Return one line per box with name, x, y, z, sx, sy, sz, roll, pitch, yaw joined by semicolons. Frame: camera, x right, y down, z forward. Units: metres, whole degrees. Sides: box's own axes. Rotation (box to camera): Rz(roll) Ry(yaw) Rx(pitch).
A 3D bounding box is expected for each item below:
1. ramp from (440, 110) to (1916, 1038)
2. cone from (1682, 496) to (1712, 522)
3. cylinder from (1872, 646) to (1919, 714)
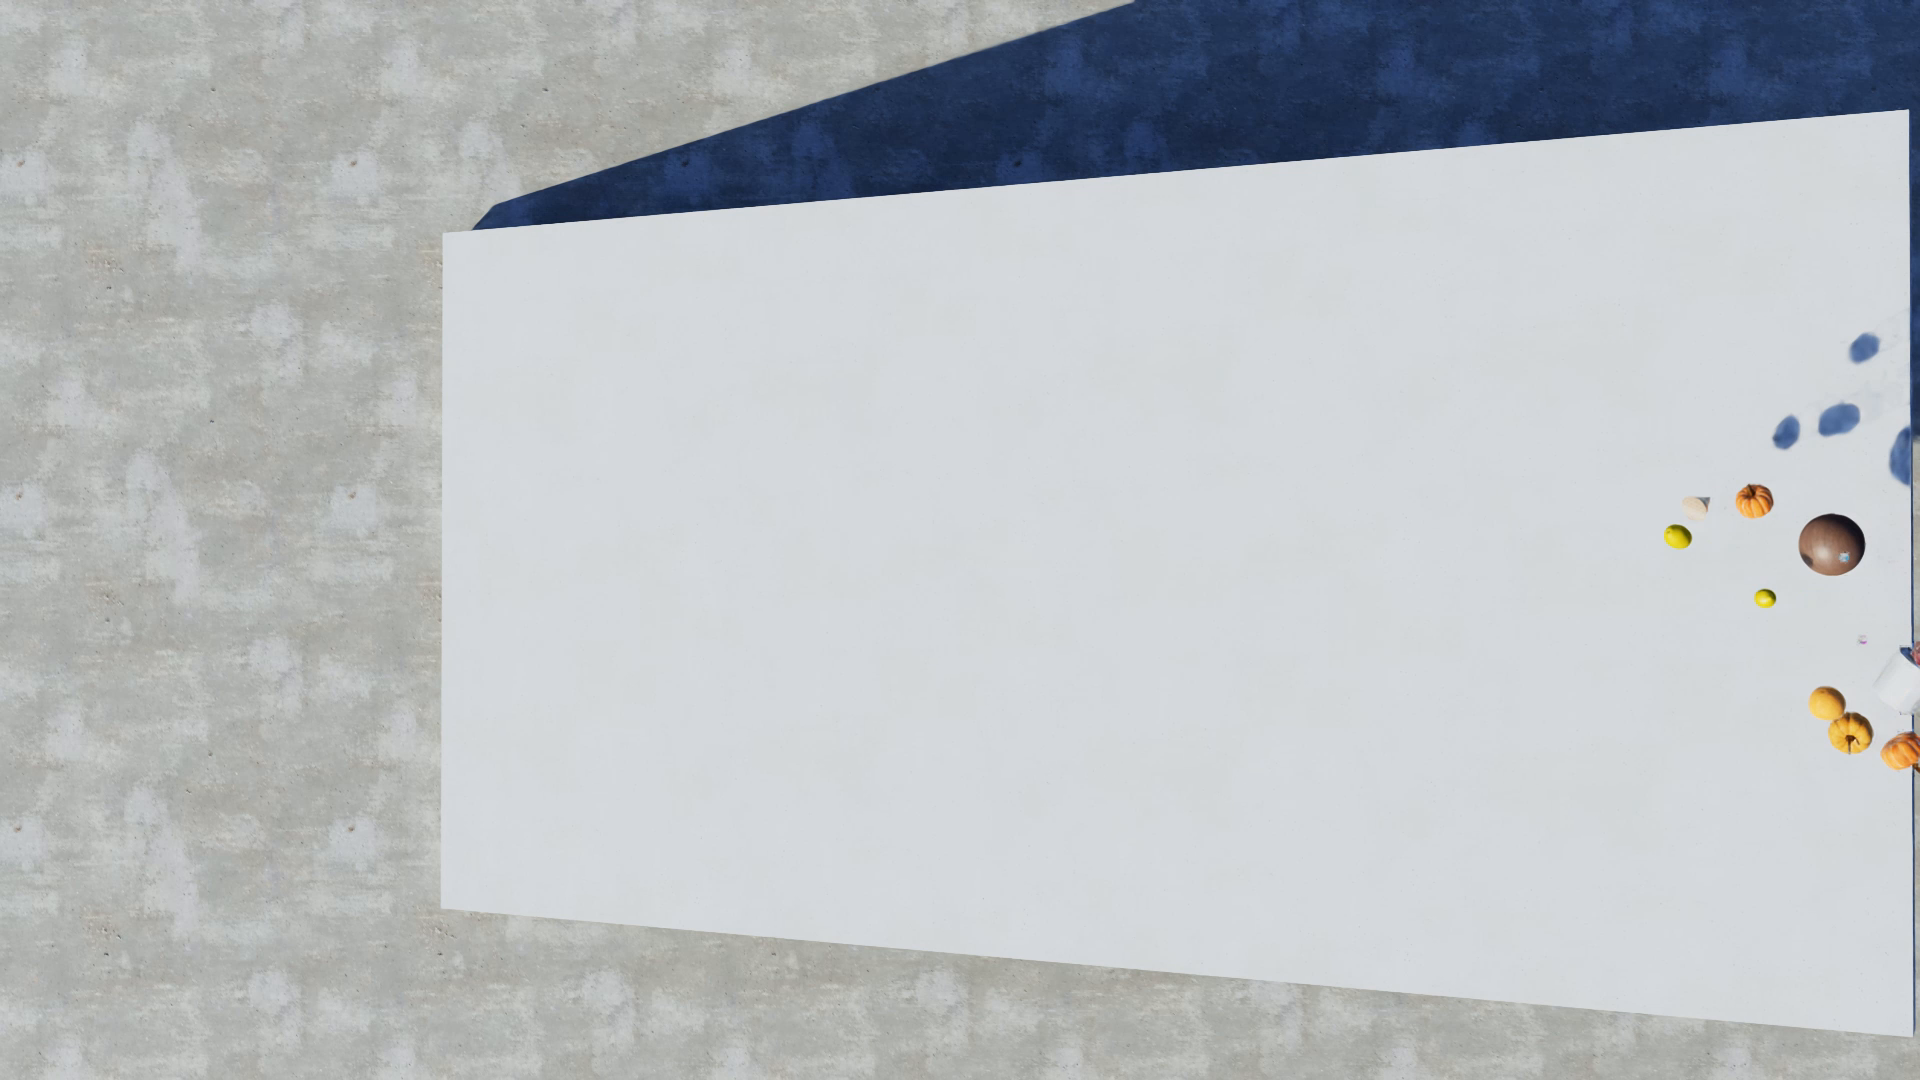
ramp;0.280;0.080;5.673;4.000;0.100;2.000;0;89;26
cone;1.513;-0.076;4.479;0.058;0.058;0.058;-31;89;-28
cylinder;1.796;0.266;4.169;0.091;0.091;0.091;26;116;0
